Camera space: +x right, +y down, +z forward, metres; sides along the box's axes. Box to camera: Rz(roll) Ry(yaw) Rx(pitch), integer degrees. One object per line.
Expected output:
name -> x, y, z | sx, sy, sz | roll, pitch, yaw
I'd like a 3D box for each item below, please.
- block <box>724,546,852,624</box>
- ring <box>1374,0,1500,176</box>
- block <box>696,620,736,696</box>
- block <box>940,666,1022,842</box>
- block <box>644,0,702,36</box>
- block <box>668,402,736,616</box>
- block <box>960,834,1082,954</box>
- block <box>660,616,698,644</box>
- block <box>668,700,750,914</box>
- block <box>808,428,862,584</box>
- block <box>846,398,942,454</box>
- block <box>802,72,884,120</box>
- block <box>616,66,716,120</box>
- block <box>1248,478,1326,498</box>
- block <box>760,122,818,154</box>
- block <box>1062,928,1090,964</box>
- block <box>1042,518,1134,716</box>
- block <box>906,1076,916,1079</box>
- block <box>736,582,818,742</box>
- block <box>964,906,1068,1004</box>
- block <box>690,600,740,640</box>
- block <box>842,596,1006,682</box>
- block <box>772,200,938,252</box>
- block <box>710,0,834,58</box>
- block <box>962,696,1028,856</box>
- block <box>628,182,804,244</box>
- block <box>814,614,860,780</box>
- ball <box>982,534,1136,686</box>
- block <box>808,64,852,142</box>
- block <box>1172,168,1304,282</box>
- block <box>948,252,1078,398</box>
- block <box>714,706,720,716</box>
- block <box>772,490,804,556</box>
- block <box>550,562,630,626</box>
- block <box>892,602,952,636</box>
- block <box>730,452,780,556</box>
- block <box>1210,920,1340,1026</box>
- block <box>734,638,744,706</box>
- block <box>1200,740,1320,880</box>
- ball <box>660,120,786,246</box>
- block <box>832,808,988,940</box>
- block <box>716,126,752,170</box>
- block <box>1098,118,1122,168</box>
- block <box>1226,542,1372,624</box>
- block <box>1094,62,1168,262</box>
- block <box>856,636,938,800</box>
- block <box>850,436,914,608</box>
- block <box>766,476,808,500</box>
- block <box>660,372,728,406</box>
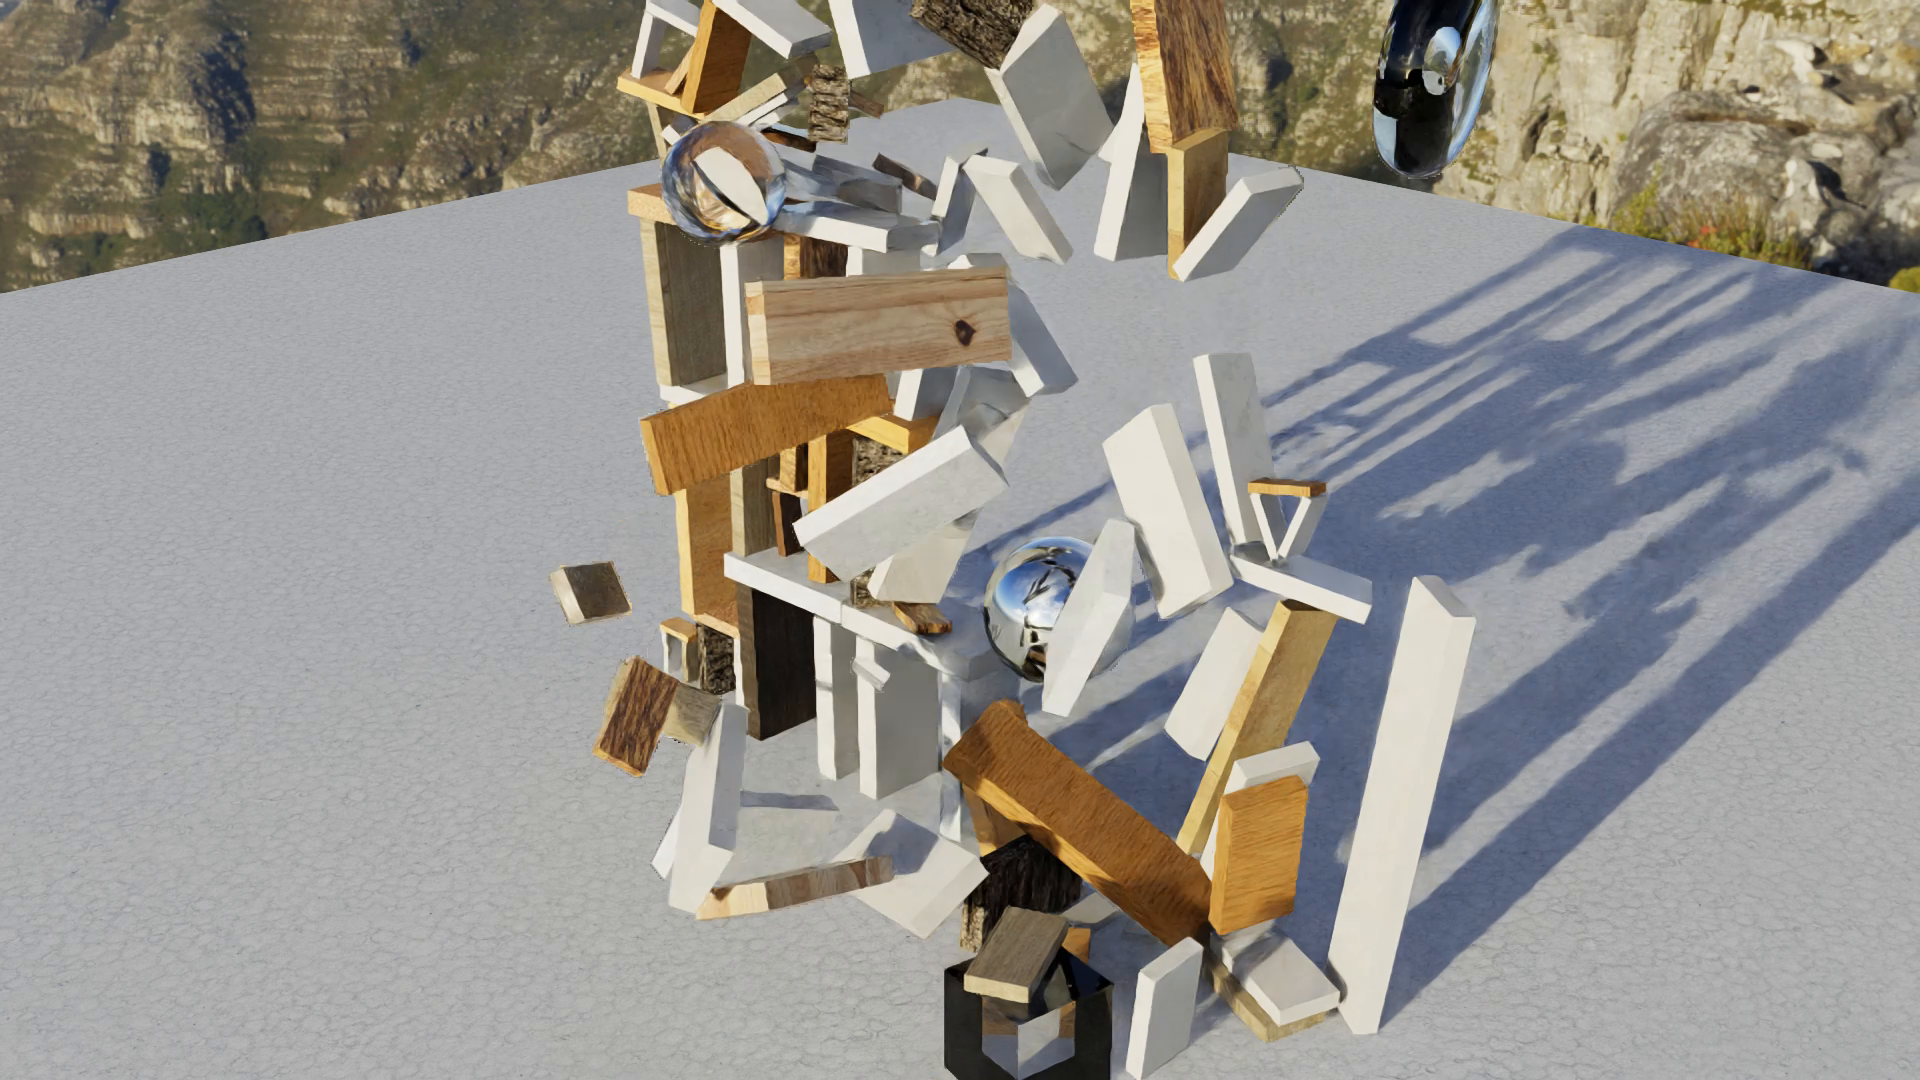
block -> -0.307, 0.075, 4.592 | 0.359, 0.051, 0.180 | 20, 30, 40
ring -> 0.702, -0.705, 3.232 | 0.115, 0.344, 0.344 | 16, 27, 21
block -> -0.540, 0.255, 4.920 | 0.094, 0.188, 0.027 | -21, 30, -41
block -> 0.042, 0.403, 4.354 | 0.050, 0.354, 0.177 | 20, 29, 39
block -> -0.542, -1.035, 4.346 | 0.144, 0.020, 0.072 | 31, 39, 15
block -> -0.549, -0.083, 4.786 | 0.041, 0.485, 0.145 | 20, 30, 41
block -> 0.118, 0.622, 3.998 | 0.045, 0.159, 0.318 | 15, 19, 34
block -> -0.629, 0.204, 4.992 | 0.105, 0.015, 0.053 | 21, 31, 41
block -> -0.404, 0.427, 3.554 | 0.045, 0.159, 0.319 | 21, 37, -17
block -> -0.231, -0.095, 4.466 | 0.048, 0.338, 0.169 | 14, 21, 39
block -> -0.153, -0.253, 4.353 | 0.169, 0.048, 0.338 | -13, 27, -42
block -> -0.256, -0.951, 4.689 | 0.108, 0.031, 0.217 | 24, 7, 21
block -> -0.586, -0.910, 4.449 | 0.191, 0.027, 0.095 | 21, 37, 6
block -> 0.543, -0.088, 3.660 | 0.115, 0.016, 0.058 | 6, 13, 35
block -> -0.384, -0.835, 4.496 | 0.186, 0.026, 0.093 | 15, 17, -7
block -> 0.174, 0.763, 3.922 | 0.108, 0.031, 0.217 | 2, 23, 5
block -> 0.220, 0.137, 3.799 | 0.048, 0.337, 0.168 | 15, 47, -8
block -> -0.097, 0.926, 3.300 | 0.031, 0.217, 0.108 | 18, 29, 36
block -> -0.387, 0.235, 4.744 | 0.051, 0.359, 0.180 | 19, 29, 42
block -> 0.095, 0.680, 3.618 | 0.108, 0.031, 0.217 | 8, 24, 18
block -> -0.498, 0.172, 4.837 | 0.188, 0.027, 0.094 | 20, 30, 41
block -> -0.048, 0.177, 4.369 | 0.354, 0.050, 0.177 | 21, 30, 40
block -> -0.208, -0.618, 4.324 | 0.304, 0.043, 0.152 | 17, 22, 37
block -> -0.371, -1.014, 4.217 | 0.242, 0.034, 0.121 | 40, 42, 19
block -> 0.081, 0.464, 4.210 | 0.045, 0.318, 0.159 | 24, 56, 32
block -> -0.493, -0.677, 4.488 | 0.351, 0.050, 0.175 | 19, 29, 36
block -> -0.215, 0.303, 4.585 | 0.180, 0.359, 0.051 | -21, 30, -41
ball -> 0.187, 0.134, 4.168 | 0.289, 0.289, 0.289 | 0, 23, 0
block -> -0.248, -0.833, 4.198 | 0.072, 0.143, 0.020 | 5, -9, 1
block -> 0.450, -0.511, 3.574 | 0.116, 0.231, 0.033 | -17, 69, -34
block -> 0.102, -0.408, 4.144 | 0.042, 0.293, 0.147 | -36, -10, 28
block -> -0.510, 0.333, 4.247 | 0.146, 0.021, 0.073 | 8, 11, 31
block -> -0.360, -0.041, 4.615 | 0.020, 0.138, 0.069 | 3, 14, 32
block -> -0.574, 0.082, 3.424 | 0.024, 0.086, 0.171 | -25, -4, 15
block -> -0.076, 0.151, 4.318 | 0.073, 0.021, 0.146 | -4, 18, -21
block -> -0.413, -0.123, 4.627 | 0.145, 0.290, 0.041 | -20, 30, -39
block -> 0.546, 0.748, 3.835 | 0.118, 0.034, 0.237 | -13, 30, -20
block -> -0.450, 0.290, 4.837 | 0.027, 0.188, 0.094 | 21, 31, 41
block -> 0.521, 0.474, 3.832 | 0.145, 0.291, 0.041 | -12, 49, -21
ball -> -0.451, -0.681, 4.206 | 0.240, 0.240, 0.240 | 0, 23, 0
block -> -0.097, 0.579, 3.844 | 0.159, 0.045, 0.318 | -43, 27, -17
block -> -0.460, -0.795, 4.463 | 0.054, 0.015, 0.109 | 27, 33, -54
block -> 0.350, -0.789, 4.398 | 0.035, 0.125, 0.249 | 33, 7, 15
block -> 0.571, 0.063, 3.712 | 0.247, 0.035, 0.123 | 20, 21, 3
block -> 0.328, -0.643, 3.731 | 0.046, 0.328, 0.164 | 28, 29, 36
block -> -0.126, 0.339, 4.507 | 0.177, 0.354, 0.050 | -21, 30, -41
block -> -0.127, -0.039, 4.364 | 0.169, 0.344, 0.048 | -4, 19, -16
block -> -0.328, -0.110, 4.579 | 0.138, 0.020, 0.069 | 17, 21, 36
block -> -0.483, -0.301, 4.624 | 0.290, 0.041, 0.145 | 21, 30, 40
